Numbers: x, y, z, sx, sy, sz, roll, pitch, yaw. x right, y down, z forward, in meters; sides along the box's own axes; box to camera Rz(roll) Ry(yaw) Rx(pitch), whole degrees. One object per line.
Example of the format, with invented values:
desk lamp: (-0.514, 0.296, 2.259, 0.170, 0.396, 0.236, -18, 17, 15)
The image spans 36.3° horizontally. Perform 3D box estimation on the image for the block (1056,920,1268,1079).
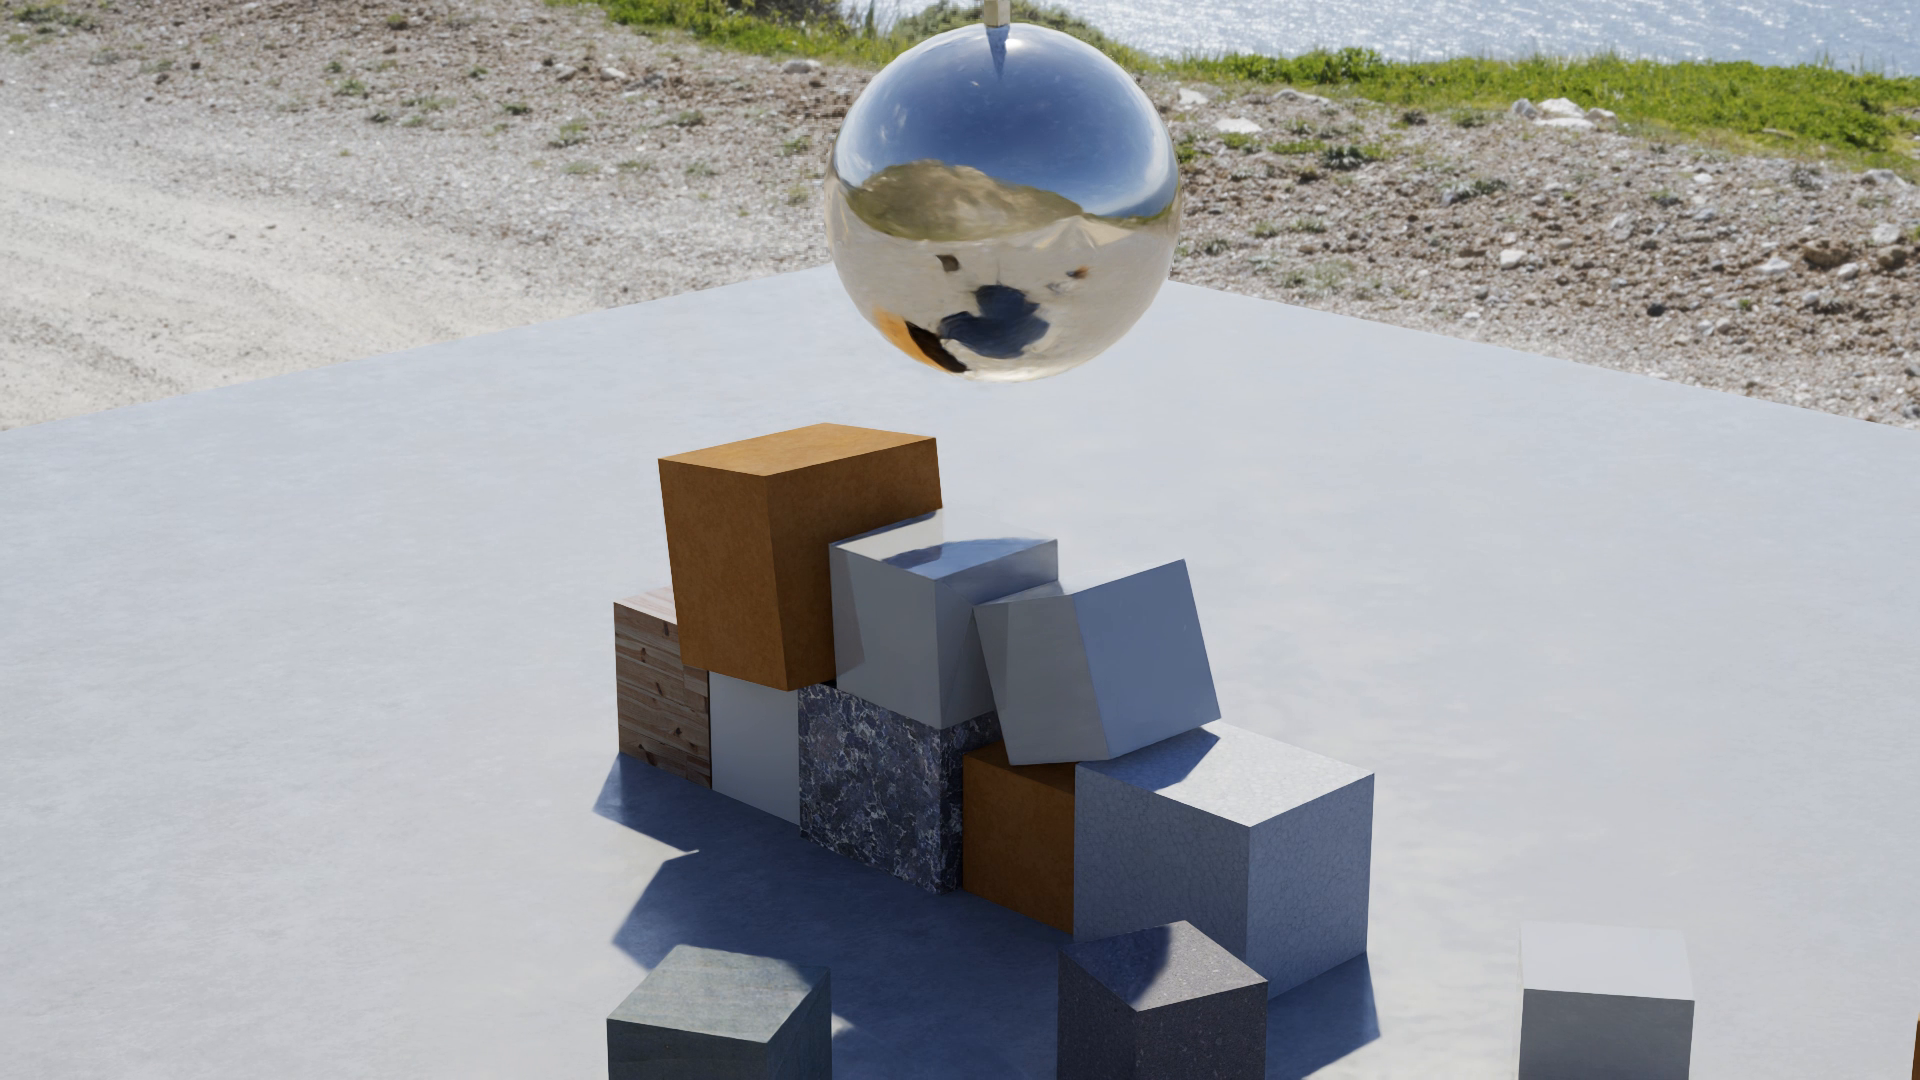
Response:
block: (0.773, 1.904, 11.308, 0.570, 0.587, 0.608, -9, 19, -25)

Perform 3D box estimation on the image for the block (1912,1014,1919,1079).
block: (3.887, 2.006, 10.982, 0.583, 0.588, 0.523, 7, 19, 22)

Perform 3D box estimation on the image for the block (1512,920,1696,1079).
block: (2.476, 1.890, 11.341, 0.628, 0.593, 0.619, 3, 18, 9)

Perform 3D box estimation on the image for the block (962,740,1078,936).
block: (0.515, 1.272, 13.197, 0.708, 0.660, 0.713, -17, 24, -42)

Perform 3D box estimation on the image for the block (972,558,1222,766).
block: (0.602, 0.538, 12.880, 0.687, 0.723, 0.663, -16, 5, -39)

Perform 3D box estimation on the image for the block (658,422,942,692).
block: (-0.724, 0.056, 13.879, 0.968, 1.004, 0.910, -14, 15, -35)

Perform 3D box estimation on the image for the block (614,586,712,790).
block: (-1.199, 0.683, 14.828, 0.804, 0.805, 0.714, -17, 24, -42)

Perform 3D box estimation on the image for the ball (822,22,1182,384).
ball: (0.189, -1.497, 13.070, 1.600, 1.600, 1.600, 0, 17, 0)

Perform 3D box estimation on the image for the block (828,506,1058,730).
block: (-0.063, 0.339, 13.308, 0.736, 0.705, 0.724, -18, 24, -38)

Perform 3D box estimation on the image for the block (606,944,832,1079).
block: (-0.886, 1.984, 10.945, 0.626, 0.652, 0.651, 6, 18, 17)

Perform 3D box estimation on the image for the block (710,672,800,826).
block: (-0.699, 0.886, 14.321, 0.724, 0.722, 0.745, -17, 24, -42)

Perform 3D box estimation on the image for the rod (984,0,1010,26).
rod: (0.082, -4.705, 11.949, 0.080, 5.200, 0.080, 17, 27, 42)

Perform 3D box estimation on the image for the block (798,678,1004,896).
block: (-0.099, 1.021, 13.736, 0.911, 0.815, 0.946, -17, 24, -42)

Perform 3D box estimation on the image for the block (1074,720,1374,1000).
block: (1.126, 1.368, 12.609, 0.964, 0.829, 0.828, 17, 24, 42)
